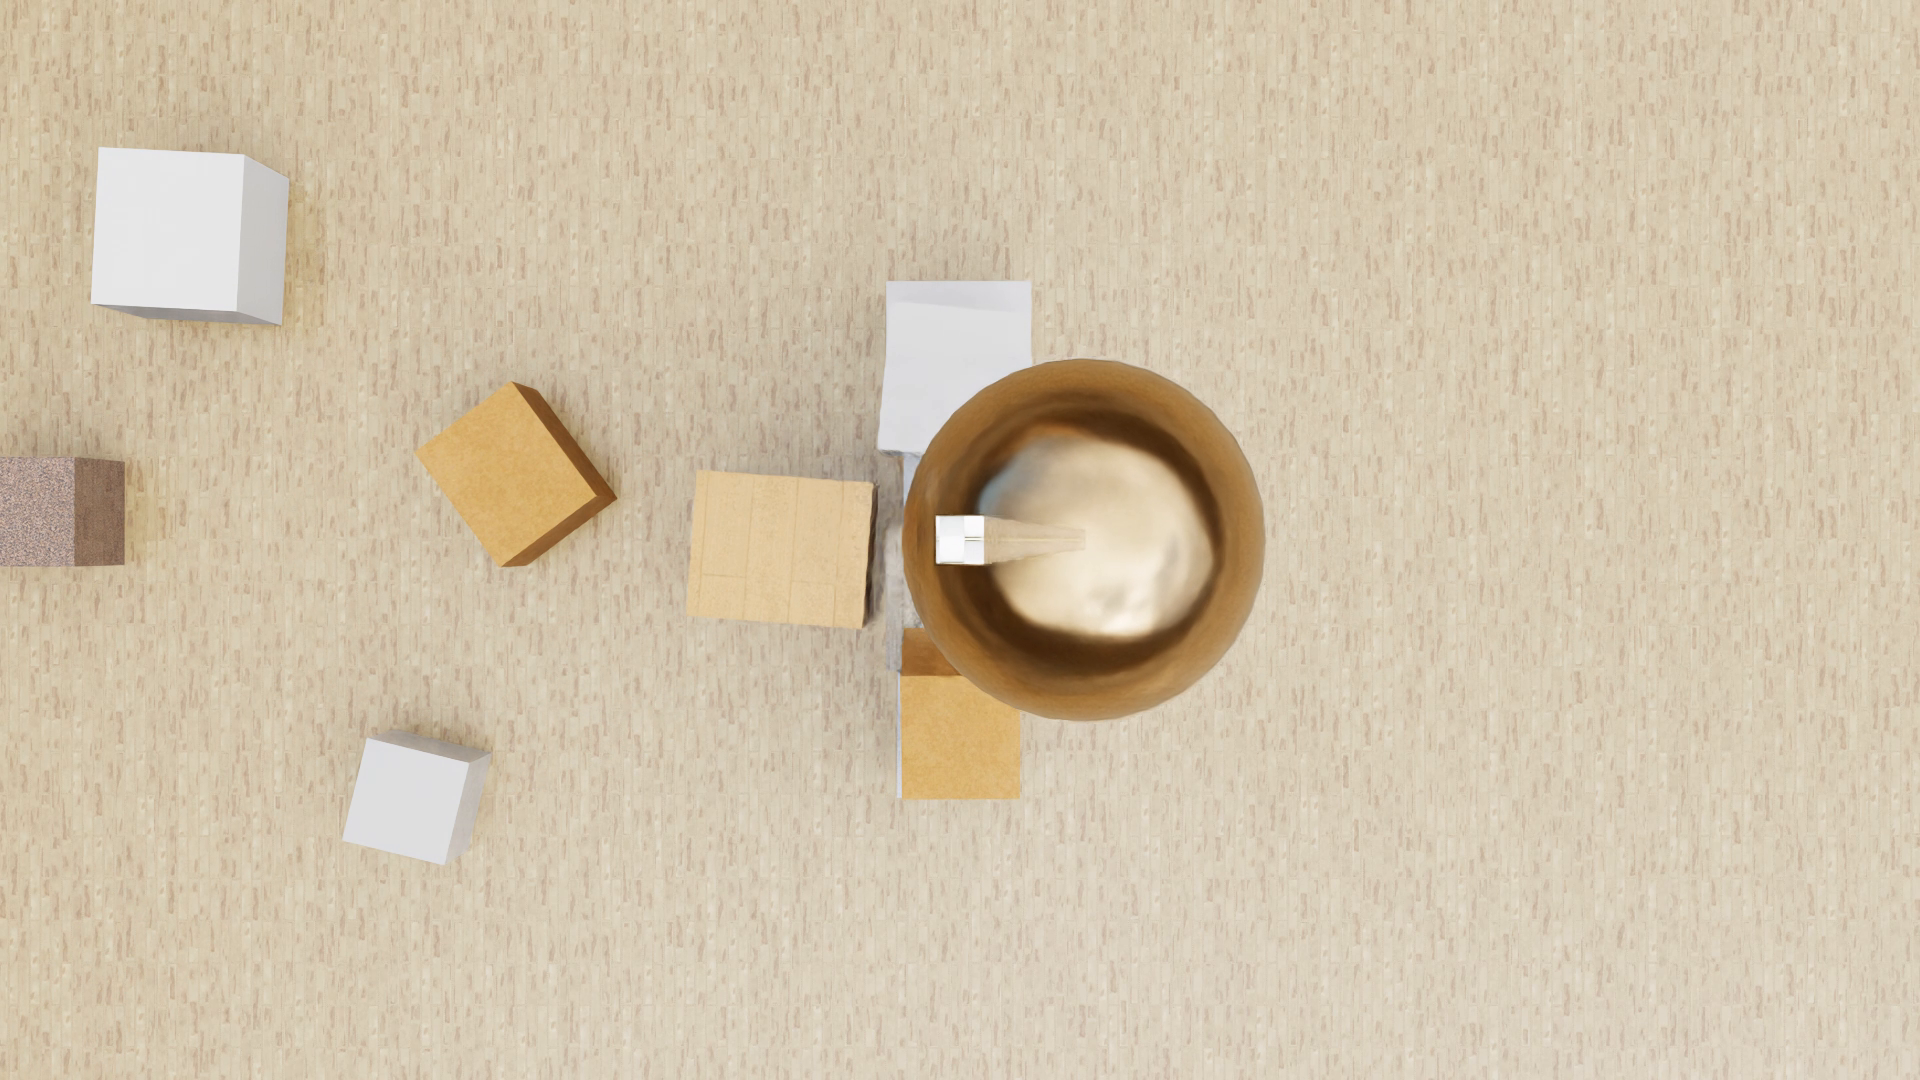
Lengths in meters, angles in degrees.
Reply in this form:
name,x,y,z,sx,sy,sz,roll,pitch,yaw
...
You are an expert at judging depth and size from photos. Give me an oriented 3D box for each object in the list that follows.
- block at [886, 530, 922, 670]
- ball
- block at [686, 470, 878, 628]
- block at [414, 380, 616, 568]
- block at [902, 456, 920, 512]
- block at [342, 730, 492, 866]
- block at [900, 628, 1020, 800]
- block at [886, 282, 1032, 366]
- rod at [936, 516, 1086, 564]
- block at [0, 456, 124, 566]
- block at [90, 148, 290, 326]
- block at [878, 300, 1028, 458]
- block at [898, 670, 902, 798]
name,x,y,z,sx,sy,sz,roll,pitch,yaw
block,-0.029,0.334,12.585,0.757,0.831,0.779,0,90,0
ball,0.540,0.000,9.655,1.600,1.600,1.600,0,90,0
block,-0.999,0.052,12.588,0.978,0.825,0.811,4,90,0
block,-2.530,-0.366,12.616,0.671,0.768,0.797,-37,90,0
block,0.006,-0.390,12.676,0.653,0.649,0.664,0,90,0
block,-3.127,1.476,12.702,0.594,0.595,0.594,14,90,0
block,0.004,0.929,11.866,0.624,0.705,0.700,0,109,0
block,-0.007,-1.086,12.629,0.806,0.743,0.712,0,90,0
rod,0.234,0.000,6.269,0.080,5.200,0.080,0,90,5
block,-5.289,-0.158,12.631,0.702,0.739,0.612,0,90,0
block,-4.390,-1.722,12.591,0.807,0.818,0.869,3,90,0
block,-0.037,-0.832,11.888,0.724,0.738,0.779,5,90,0
block,-0.011,1.093,12.656,0.682,0.687,0.700,0,90,0
